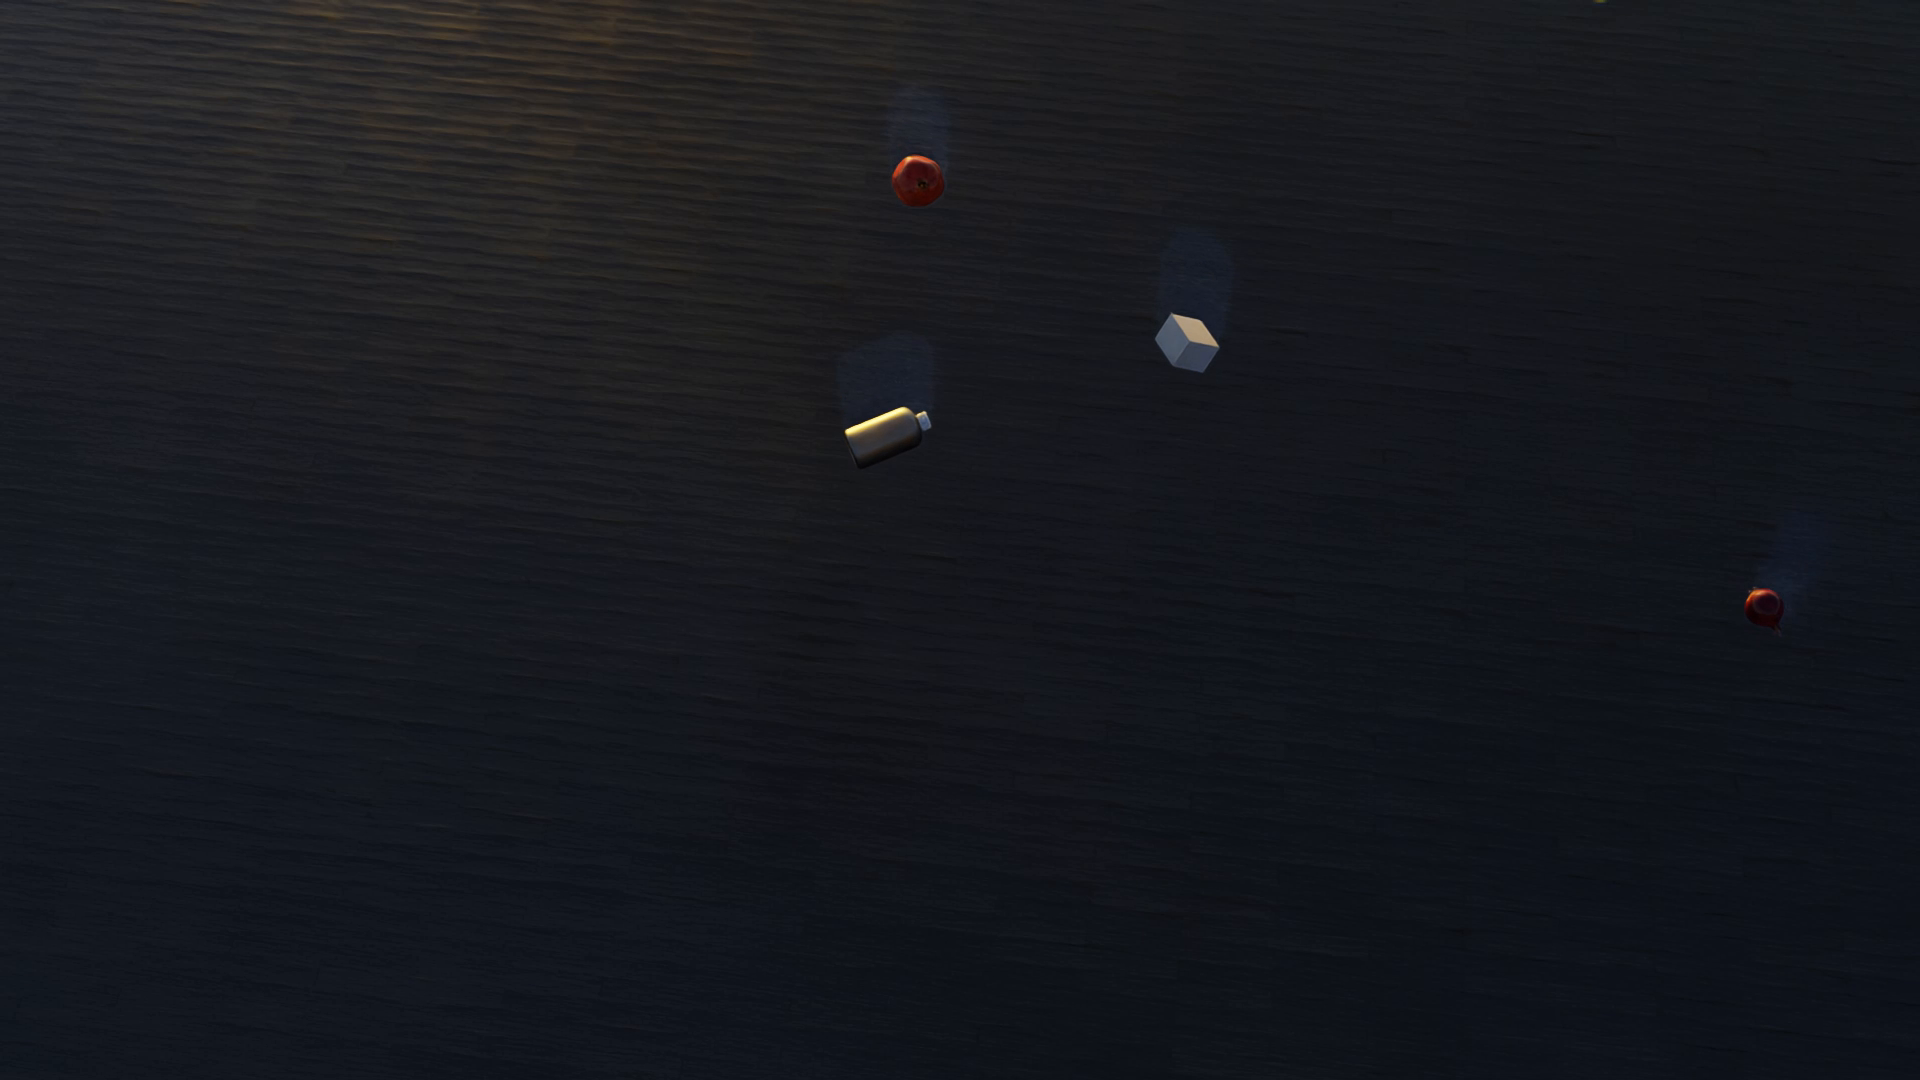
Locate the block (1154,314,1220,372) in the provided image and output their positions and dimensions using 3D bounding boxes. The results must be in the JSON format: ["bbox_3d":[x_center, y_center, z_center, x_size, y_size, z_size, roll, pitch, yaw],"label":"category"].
[{"bbox_3d":[0.387,-0.336,3.751,0.068,0.056,0.075,8,39,-35],"label":"block"}]
